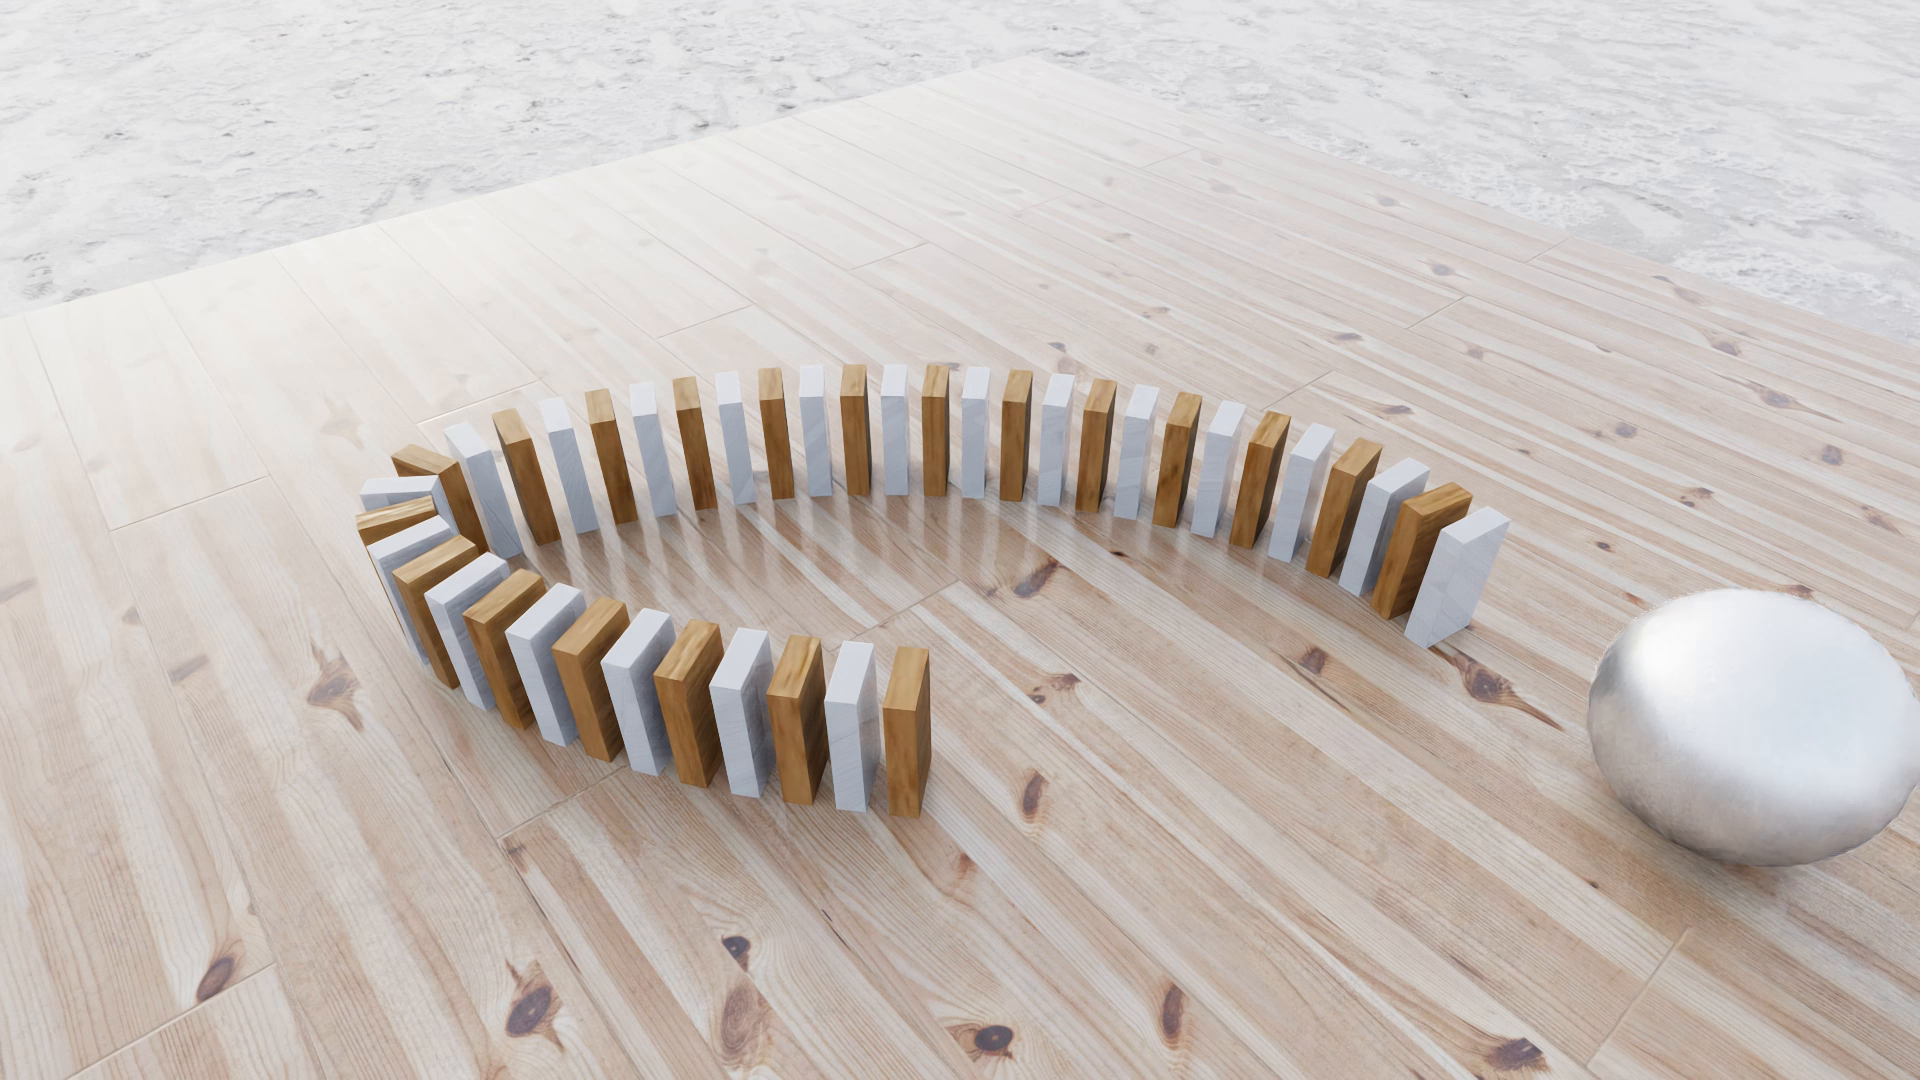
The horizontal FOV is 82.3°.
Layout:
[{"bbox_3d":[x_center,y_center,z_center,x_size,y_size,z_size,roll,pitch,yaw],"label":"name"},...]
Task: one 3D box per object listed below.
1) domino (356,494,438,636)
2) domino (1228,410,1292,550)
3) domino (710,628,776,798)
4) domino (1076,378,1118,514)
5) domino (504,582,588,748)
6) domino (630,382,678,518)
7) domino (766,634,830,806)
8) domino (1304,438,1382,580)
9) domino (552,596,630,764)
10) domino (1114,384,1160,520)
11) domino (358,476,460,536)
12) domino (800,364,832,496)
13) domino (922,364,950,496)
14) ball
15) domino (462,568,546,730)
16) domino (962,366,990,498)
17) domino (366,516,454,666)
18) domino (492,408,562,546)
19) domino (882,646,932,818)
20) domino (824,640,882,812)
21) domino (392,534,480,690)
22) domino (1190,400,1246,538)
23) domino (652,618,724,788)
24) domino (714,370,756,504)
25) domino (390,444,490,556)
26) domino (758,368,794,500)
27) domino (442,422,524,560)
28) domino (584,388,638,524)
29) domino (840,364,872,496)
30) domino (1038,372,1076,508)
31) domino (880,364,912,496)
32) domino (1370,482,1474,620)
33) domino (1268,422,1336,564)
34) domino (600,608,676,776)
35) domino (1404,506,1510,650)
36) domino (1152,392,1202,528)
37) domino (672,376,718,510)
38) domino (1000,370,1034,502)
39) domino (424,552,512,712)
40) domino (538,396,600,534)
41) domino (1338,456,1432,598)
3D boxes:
[{"bbox_3d":[-0.197,0.010,0.400,0.025,0.050,0.009,-19,43,-21],"label":"domino"},{"bbox_3d":[0.120,-0.024,0.440,0.009,0.050,0.025,19,43,22],"label":"domino"},{"bbox_3d":[-0.066,0.055,0.345,0.009,0.050,0.025,7,40,9],"label":"domino"},{"bbox_3d":[0.057,-0.039,0.459,0.010,0.050,0.025,10,40,12],"label":"domino"},{"bbox_3d":[-0.131,0.042,0.361,0.010,0.050,0.025,16,42,18],"label":"domino"},{"bbox_3d":[-0.127,-0.037,0.457,0.010,0.050,0.025,-10,40,-12],"label":"domino"},{"bbox_3d":[-0.049,0.057,0.342,0.010,0.050,0.025,6,40,7],"label":"domino"},{"bbox_3d":[0.148,-0.012,0.426,0.009,0.050,0.025,27,46,29],"label":"domino"},{"bbox_3d":[-0.115,0.046,0.356,0.009,0.050,0.025,13,41,16],"label":"domino"},{"bbox_3d":[0.073,-0.036,0.455,0.009,0.050,0.025,12,41,14],"label":"domino"},{"bbox_3d":[-0.202,-0.001,0.412,0.025,0.050,0.009,-3,39,-4],"label":"domino"},{"bbox_3d":[-0.061,-0.046,0.468,0.009,0.050,0.025,-3,39,-4],"label":"domino"},{"bbox_3d":[-0.010,-0.046,0.468,0.010,0.050,0.025,2,39,3],"label":"domino"},{"bbox_3d":[0.229,0.054,0.322,0.080,0.080,0.080,0,39,0],"label":"ball"},{"bbox_3d":[-0.146,0.037,0.366,0.009,0.050,0.025,18,43,21],"label":"domino"},{"bbox_3d":[0.007,-0.045,0.467,0.010,0.050,0.025,4,39,5],"label":"domino"},{"bbox_3d":[-0.187,0.018,0.389,0.025,0.050,0.010,-31,49,-32],"label":"domino"},{"bbox_3d":[-0.174,-0.025,0.442,0.010,0.050,0.025,-21,44,-23],"label":"domino"},{"bbox_3d":[-0.016,0.060,0.339,0.010,0.050,0.025,5,40,6],"label":"domino"},{"bbox_3d":[-0.033,0.058,0.340,0.009,0.050,0.025,5,40,6],"label":"domino"},{"bbox_3d":[-0.174,0.025,0.380,0.010,0.050,0.025,26,46,28],"label":"domino"},{"bbox_3d":[0.105,-0.028,0.446,0.010,0.050,0.025,16,42,19],"label":"domino"},{"bbox_3d":[-0.083,0.052,0.348,0.009,0.050,0.025,10,40,12],"label":"domino"},{"bbox_3d":[-0.094,-0.043,0.464,0.009,0.050,0.025,-8,40,-10],"label":"domino"},{"bbox_3d":[-0.199,-0.011,0.425,0.025,0.050,0.010,18,43,21],"label":"domino"},{"bbox_3d":[-0.078,-0.045,0.466,0.010,0.050,0.025,-6,40,-7],"label":"domino"},{"bbox_3d":[-0.188,-0.019,0.435,0.010,0.050,0.025,-27,46,-29],"label":"domino"},{"bbox_3d":[-0.143,-0.034,0.453,0.010,0.050,0.025,-13,41,-15],"label":"domino"},{"bbox_3d":[-0.044,-0.047,0.468,0.010,0.050,0.025,-1,39,-1],"label":"domino"},{"bbox_3d":[0.040,-0.042,0.462,0.010,0.050,0.025,8,40,10],"label":"domino"},{"bbox_3d":[-0.027,-0.047,0.468,0.009,0.050,0.025,1,39,1],"label":"domino"},{"bbox_3d":[0.170,0.005,0.406,0.025,0.050,0.009,-19,43,-22],"label":"domino"},{"bbox_3d":[0.135,-0.018,0.434,0.010,0.050,0.025,22,44,25],"label":"domino"},{"bbox_3d":[-0.099,0.049,0.352,0.009,0.050,0.025,12,41,14],"label":"domino"},{"bbox_3d":[0.178,0.014,0.394,0.025,0.050,0.009,-22,44,-24],"label":"domino"},{"bbox_3d":[0.089,-0.032,0.451,0.009,0.050,0.025,13,41,16],"label":"domino"},{"bbox_3d":[-0.111,-0.040,0.461,0.009,0.050,0.025,-10,40,-11],"label":"domino"},{"bbox_3d":[0.024,-0.044,0.465,0.009,0.050,0.025,6,40,7],"label":"domino"},{"bbox_3d":[-0.161,0.032,0.373,0.010,0.050,0.025,22,44,24],"label":"domino"},{"bbox_3d":[-0.159,-0.030,0.448,0.009,0.050,0.025,-16,42,-19],"label":"domino"},{"bbox_3d":[0.160,-0.004,0.417,0.025,0.050,0.009,-26,46,-29],"label":"domino"}]
